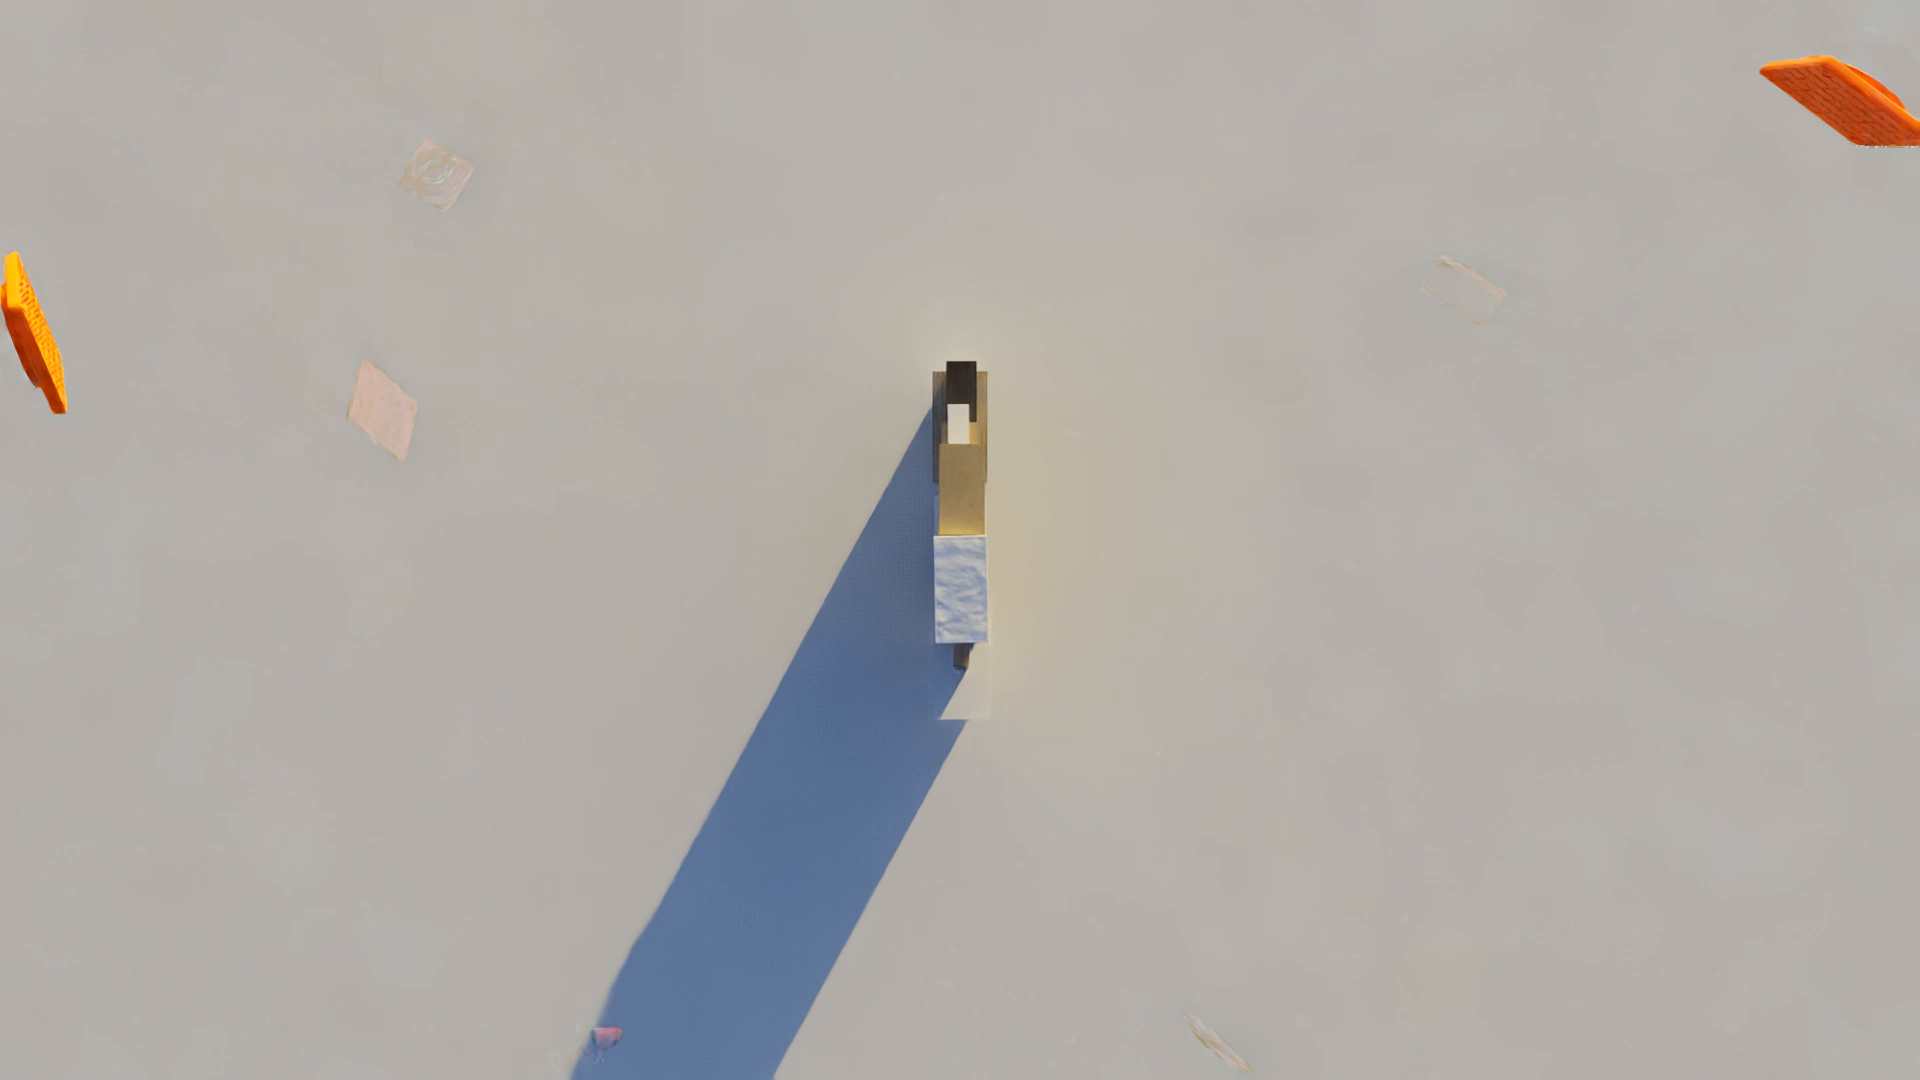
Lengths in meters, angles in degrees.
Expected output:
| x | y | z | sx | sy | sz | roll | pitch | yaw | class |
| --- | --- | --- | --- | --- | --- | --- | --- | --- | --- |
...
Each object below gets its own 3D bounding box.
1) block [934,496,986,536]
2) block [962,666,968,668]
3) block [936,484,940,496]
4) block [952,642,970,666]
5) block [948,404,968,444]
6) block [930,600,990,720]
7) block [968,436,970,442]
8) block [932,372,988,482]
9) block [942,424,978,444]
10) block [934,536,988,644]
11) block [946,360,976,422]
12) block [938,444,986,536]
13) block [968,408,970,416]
| x | y | z | sx | sy | sz | roll | pitch | yaw | class |
| --- | --- | --- | --- | --- | --- | --- | --- | --- | --- |
| 0.001 | 0.021 | 4.566 | 0.144 | 0.041 | 0.288 | 0 | 90 | 0 | block |
| 0.002 | 0.339 | 4.560 | 0.046 | 0.092 | 0.013 | 0 | 79 | 0 | block |
| 0.000 | -0.019 | 4.895 | 0.145 | 0.041 | 0.291 | 0 | 90 | 0 | block |
| 0.003 | 0.299 | 4.509 | 0.046 | 0.013 | 0.092 | 0 | 87 | 0 | block |
| -0.004 | -0.312 | 4.492 | 0.056 | 0.016 | 0.113 | 0 | 90 | 0 | block |
| 0.001 | 0.335 | 4.631 | 0.167 | 0.047 | 0.333 | 0 | 87 | 0 | block |
| -0.003 | -0.274 | 4.556 | 0.056 | 0.112 | 0.016 | 0 | 90 | 0 | block |
| 0.001 | -0.333 | 4.861 | 0.163 | 0.046 | 0.326 | 0 | 90 | 0 | block |
| -0.001 | -0.228 | 4.626 | 0.099 | 0.028 | 0.198 | 0 | 90 | 0 | block |
| 0.003 | 0.127 | 4.255 | 0.137 | 0.039 | 0.275 | -1 | 93 | 0 | block |
| 0.004 | -0.418 | 4.653 | 0.086 | 0.024 | 0.173 | 0 | 90 | 0 | block |
| 0.005 | -0.130 | 4.290 | 0.119 | 0.034 | 0.239 | 0 | 90 | 0 | block |
| -0.003 | -0.349 | 4.570 | 0.056 | 0.141 | 0.016 | 0 | 89 | 0 | block |
